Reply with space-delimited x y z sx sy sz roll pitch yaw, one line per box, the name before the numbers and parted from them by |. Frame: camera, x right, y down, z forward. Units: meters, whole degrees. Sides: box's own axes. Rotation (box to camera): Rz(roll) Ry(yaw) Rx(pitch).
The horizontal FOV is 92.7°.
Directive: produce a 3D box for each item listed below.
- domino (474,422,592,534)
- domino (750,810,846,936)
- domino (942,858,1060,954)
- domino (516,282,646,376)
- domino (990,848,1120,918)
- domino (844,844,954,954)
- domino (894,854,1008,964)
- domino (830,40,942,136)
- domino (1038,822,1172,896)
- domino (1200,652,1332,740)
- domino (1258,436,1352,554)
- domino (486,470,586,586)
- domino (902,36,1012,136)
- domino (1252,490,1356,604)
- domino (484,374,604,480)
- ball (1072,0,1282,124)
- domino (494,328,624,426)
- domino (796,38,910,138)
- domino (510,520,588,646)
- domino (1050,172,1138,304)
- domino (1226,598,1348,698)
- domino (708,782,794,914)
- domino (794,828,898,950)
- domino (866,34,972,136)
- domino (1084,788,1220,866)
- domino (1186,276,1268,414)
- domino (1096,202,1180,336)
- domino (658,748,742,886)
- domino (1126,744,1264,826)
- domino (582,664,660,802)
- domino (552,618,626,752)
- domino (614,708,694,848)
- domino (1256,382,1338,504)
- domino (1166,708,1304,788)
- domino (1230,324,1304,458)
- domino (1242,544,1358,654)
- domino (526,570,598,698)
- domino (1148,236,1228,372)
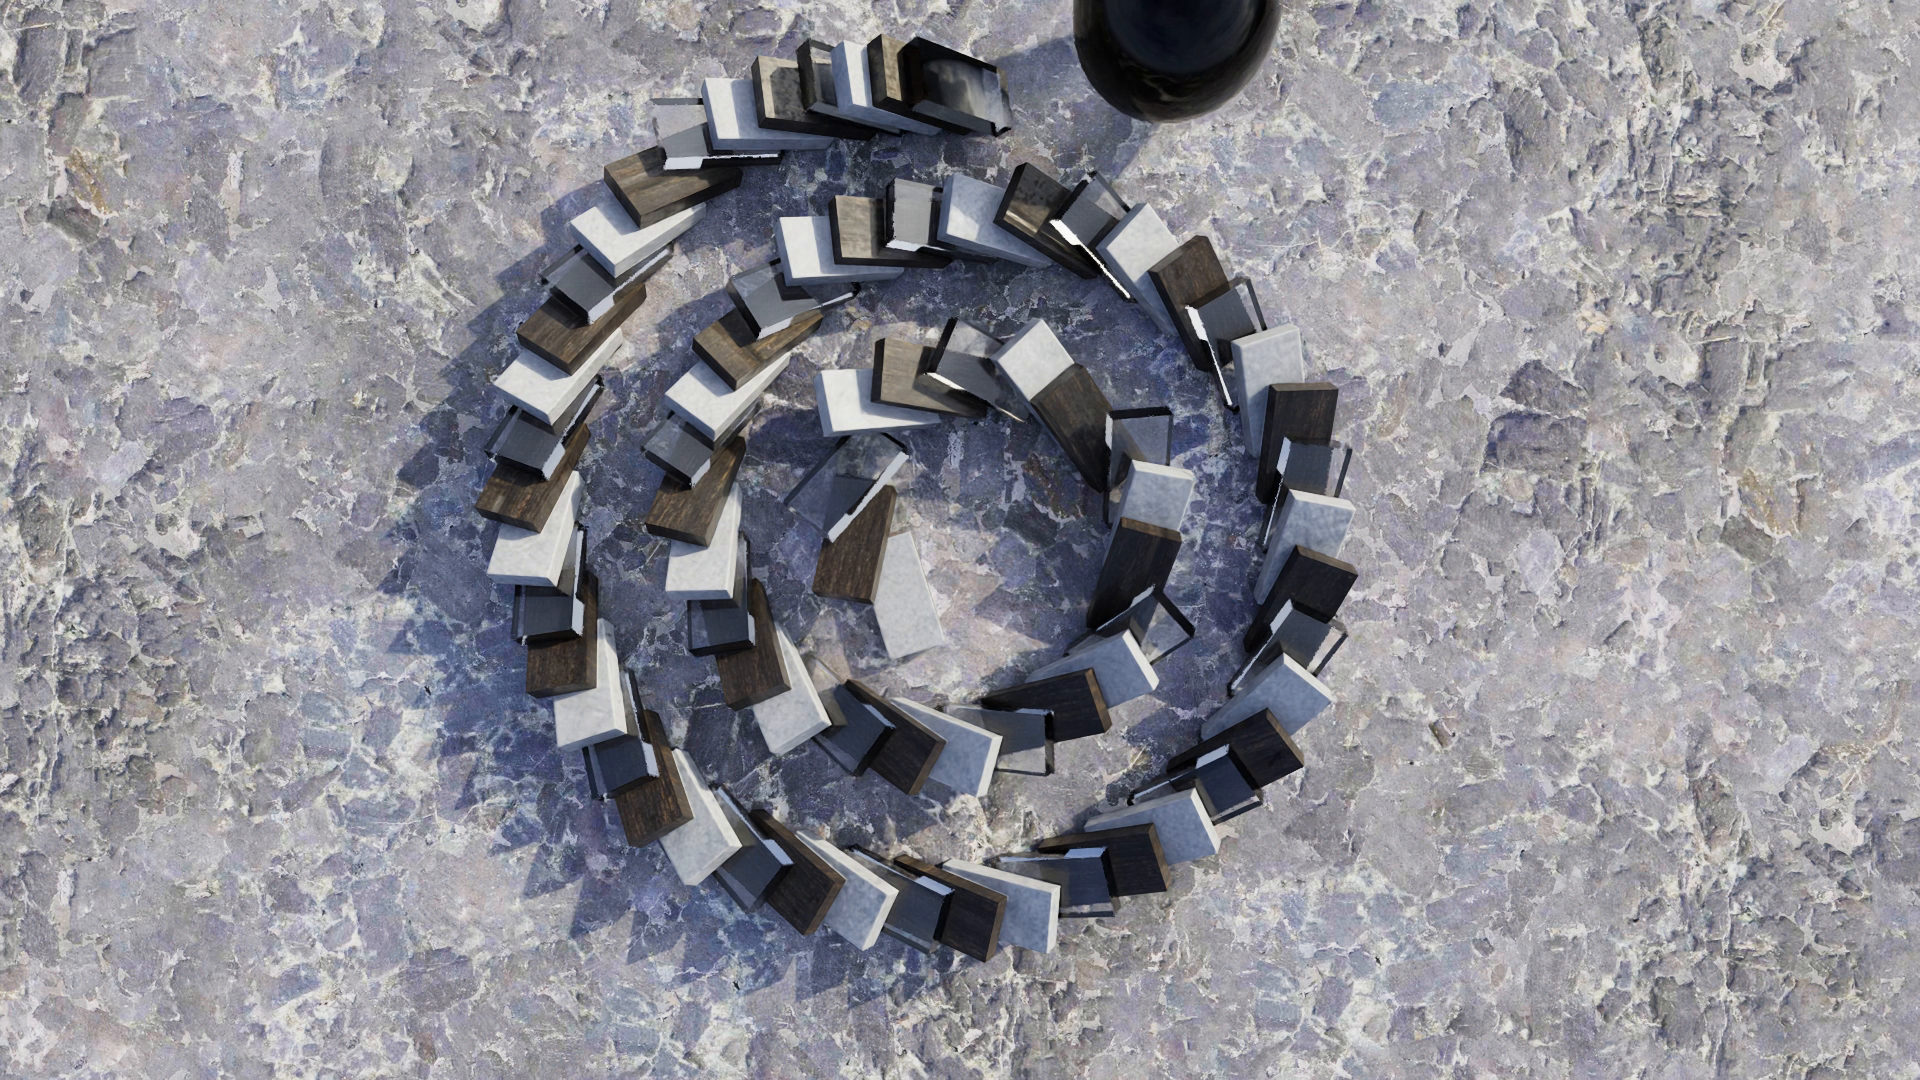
domino | -0.178 -0.030 0.385 0.025 0.009 0.050 16 64 0
domino | -0.074 0.139 0.385 0.050 0.009 0.025 31 90 26
domino | 0.016 0.153 0.385 0.050 0.010 0.025 5 90 27
domino | -0.158 -0.095 0.385 0.025 0.009 0.050 32 64 0
domino | 0.040 0.144 0.385 0.050 0.010 0.025 -13 90 27
domino | -0.029 0.150 0.385 0.050 0.010 0.025 15 90 26
domino | -0.007 0.154 0.385 0.050 0.009 0.025 13 91 26
domino | -0.029 -0.186 0.379 0.050 0.010 0.025 -9 91 -43
domino | 0.060 0.136 0.385 0.050 0.010 0.025 -18 90 26
domino | 0.128 0.073 0.384 0.025 0.010 0.050 38 117 0
domino | 0.144 -0.018 0.385 0.025 0.010 0.050 5 116 0
domino | -0.177 -0.006 0.385 0.025 0.010 0.050 3 63 0
domino | 0.000 -0.187 0.380 0.050 0.009 0.025 -6 90 -43
domino | 0.144 0.005 0.385 0.025 0.009 0.050 10 116 0
domino | -0.174 -0.052 0.385 0.025 0.010 0.050 20 64 0
ball | 0.084 -0.207 0.360 0.080 0.080 0.080 0 90 0
domino | -0.168 -0.075 0.385 0.025 0.009 0.050 29 64 0
domino | -0.043 -0.186 0.380 0.050 0.010 0.025 -7 90 -43
domino | -0.172 0.018 0.385 0.025 0.010 0.050 -8 64 0
domino | 0.064 -0.126 0.384 0.050 0.009 0.025 38 89 -27
domino | 0.136 0.051 0.385 0.025 0.010 0.050 26 117 0
domino | -0.095 0.128 0.385 0.050 0.010 0.025 37 90 26
domino | -0.053 0.146 0.385 0.050 0.010 0.025 25 90 26
domino | -0.015 -0.187 0.379 0.050 0.009 0.025 -5 89 -43
domino | 0.080 0.124 0.385 0.050 0.010 0.025 -25 90 26
domino | 0.116 -0.082 0.385 0.025 0.010 0.050 -30 116 0
domino | 0.082 -0.113 0.385 0.025 0.009 0.050 -48 117 0
domino | -0.115 0.116 0.384 0.025 0.009 0.050 -41 63 0
domino | 0.098 0.108 0.385 0.050 0.009 0.025 -35 90 26
domino | -0.145 0.081 0.385 0.025 0.009 0.050 -25 64 0
domino | -0.157 0.060 0.385 0.025 0.010 0.050 -18 64 0
domino | -0.133 0.100 0.385 0.025 0.010 0.050 -30 64 0
domino | 0.141 -0.040 0.385 0.025 0.009 0.050 -2 117 0
domino | 0.115 0.094 0.385 0.050 0.010 0.025 -37 90 26
domino | 0.131 -0.062 0.384 0.025 0.009 0.050 -17 117 0
domino | 0.142 0.029 0.385 0.025 0.010 0.050 20 116 0
domino | -0.167 0.039 0.385 0.025 0.010 0.050 -10 64 0
domino | 0.102 -0.099 0.385 0.025 0.009 0.050 -36 116 0
